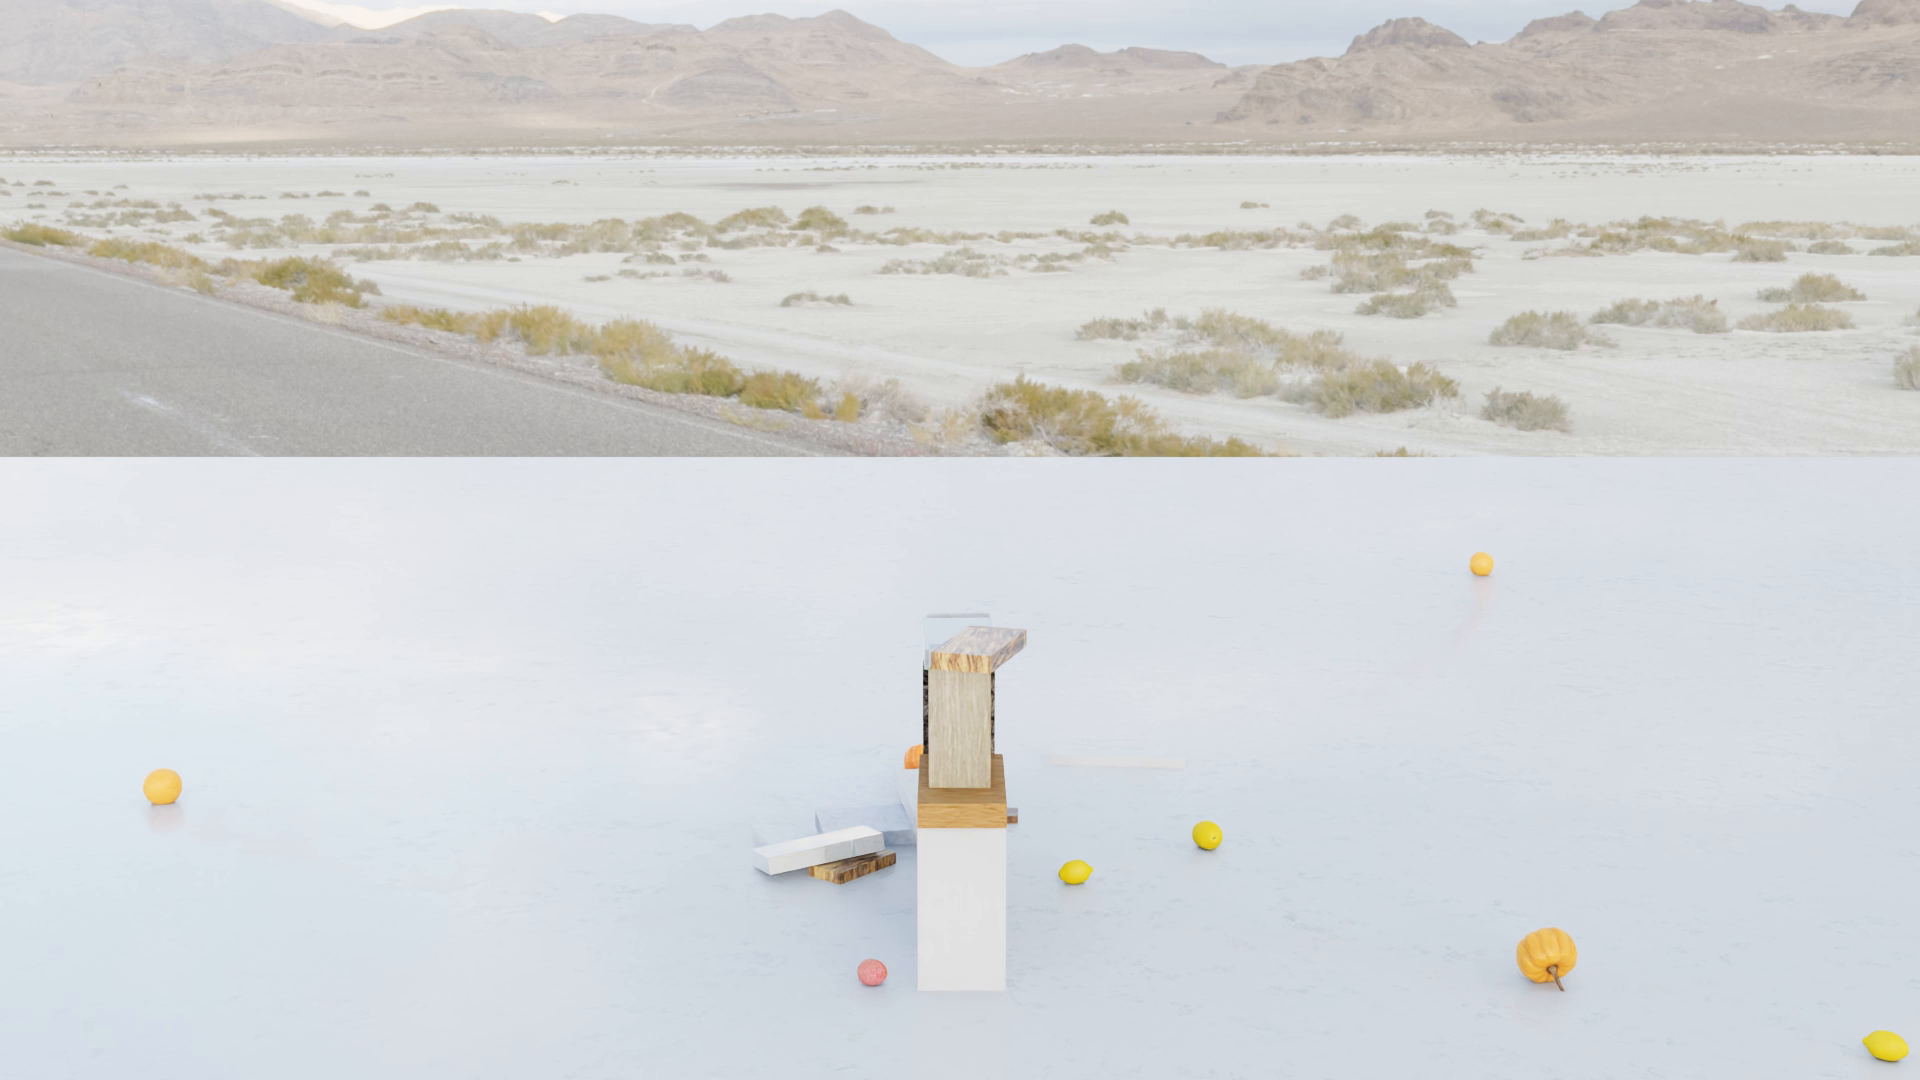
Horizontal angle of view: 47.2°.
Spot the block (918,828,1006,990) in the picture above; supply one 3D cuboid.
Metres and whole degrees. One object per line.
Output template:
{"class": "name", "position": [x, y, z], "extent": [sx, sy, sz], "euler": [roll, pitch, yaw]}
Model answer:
{"class": "block", "position": [0.002, 0.536, 3.248], "extent": [0.130, 0.259, 0.037], "euler": [0, 11, 0]}

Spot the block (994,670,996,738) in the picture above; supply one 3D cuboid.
{"class": "block", "position": [0.001, 0.274, 3.599], "extent": [0.112, 0.224, 0.032], "euler": [0, 10, 0]}

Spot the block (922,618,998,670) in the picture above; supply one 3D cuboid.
{"class": "block", "position": [-0.002, 0.163, 3.493], "extent": [0.112, 0.032, 0.224], "euler": [0, 10, -2]}

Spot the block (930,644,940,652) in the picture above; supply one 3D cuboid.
{"class": "block", "position": [-0.001, 0.252, 3.369], "extent": [0.091, 0.183, 0.026], "euler": [0, 10, 0]}

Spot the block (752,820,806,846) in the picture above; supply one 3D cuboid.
{"class": "block", "position": [-0.319, 0.533, 3.920], "extent": [0.072, 0.020, 0.143], "euler": [-4, 11, -19]}

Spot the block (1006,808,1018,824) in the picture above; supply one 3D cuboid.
{"class": "block", "position": [0.057, 0.509, 4.067], "extent": [0.102, 0.014, 0.051], "euler": [1, 11, 3]}

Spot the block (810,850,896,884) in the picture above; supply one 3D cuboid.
{"class": "block", "position": [-0.184, 0.558, 3.786], "extent": [0.072, 0.020, 0.143], "euler": [9, 14, 39]}

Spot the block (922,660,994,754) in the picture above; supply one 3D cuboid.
{"class": "block", "position": [-0.002, 0.346, 3.458], "extent": [0.112, 0.315, 0.032], "euler": [0, 11, 0]}

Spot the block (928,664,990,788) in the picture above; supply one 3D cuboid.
{"class": "block", "position": [0.000, 0.274, 3.248], "extent": [0.091, 0.183, 0.026], "euler": [0, 11, 0]}

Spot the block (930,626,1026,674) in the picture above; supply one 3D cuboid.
{"class": "block", "position": [0.030, 0.162, 3.279], "extent": [0.091, 0.026, 0.183], "euler": [4, 11, 18]}

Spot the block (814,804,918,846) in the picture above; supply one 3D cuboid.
{"class": "block", "position": [-0.150, 0.514, 3.955], "extent": [0.208, 0.029, 0.104], "euler": [-2, 20, -12]}

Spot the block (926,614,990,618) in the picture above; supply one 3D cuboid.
{"class": "block", "position": [-0.003, 0.249, 3.658], "extent": [0.104, 0.250, 0.029], "euler": [-1, 9, -4]}

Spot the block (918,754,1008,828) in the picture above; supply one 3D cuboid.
{"class": "block", "position": [0.002, 0.375, 3.305], "extent": [0.130, 0.037, 0.259], "euler": [0, 11, 0]}

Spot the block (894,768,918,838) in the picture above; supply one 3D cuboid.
{"class": "block", "position": [-0.037, 0.483, 3.948], "extent": [0.111, 0.031, 0.222], "euler": [-2, 27, -15]}

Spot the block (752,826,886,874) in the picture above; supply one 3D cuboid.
{"class": "block", "position": [-0.245, 0.534, 3.796], "extent": [0.208, 0.029, 0.104], "euler": [-9, 4, -21]}

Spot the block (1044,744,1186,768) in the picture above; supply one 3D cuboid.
{"class": "block", "position": [0.314, 0.437, 4.437], "extent": [0.281, 0.020, 0.072], "euler": [1, 11, 6]}
